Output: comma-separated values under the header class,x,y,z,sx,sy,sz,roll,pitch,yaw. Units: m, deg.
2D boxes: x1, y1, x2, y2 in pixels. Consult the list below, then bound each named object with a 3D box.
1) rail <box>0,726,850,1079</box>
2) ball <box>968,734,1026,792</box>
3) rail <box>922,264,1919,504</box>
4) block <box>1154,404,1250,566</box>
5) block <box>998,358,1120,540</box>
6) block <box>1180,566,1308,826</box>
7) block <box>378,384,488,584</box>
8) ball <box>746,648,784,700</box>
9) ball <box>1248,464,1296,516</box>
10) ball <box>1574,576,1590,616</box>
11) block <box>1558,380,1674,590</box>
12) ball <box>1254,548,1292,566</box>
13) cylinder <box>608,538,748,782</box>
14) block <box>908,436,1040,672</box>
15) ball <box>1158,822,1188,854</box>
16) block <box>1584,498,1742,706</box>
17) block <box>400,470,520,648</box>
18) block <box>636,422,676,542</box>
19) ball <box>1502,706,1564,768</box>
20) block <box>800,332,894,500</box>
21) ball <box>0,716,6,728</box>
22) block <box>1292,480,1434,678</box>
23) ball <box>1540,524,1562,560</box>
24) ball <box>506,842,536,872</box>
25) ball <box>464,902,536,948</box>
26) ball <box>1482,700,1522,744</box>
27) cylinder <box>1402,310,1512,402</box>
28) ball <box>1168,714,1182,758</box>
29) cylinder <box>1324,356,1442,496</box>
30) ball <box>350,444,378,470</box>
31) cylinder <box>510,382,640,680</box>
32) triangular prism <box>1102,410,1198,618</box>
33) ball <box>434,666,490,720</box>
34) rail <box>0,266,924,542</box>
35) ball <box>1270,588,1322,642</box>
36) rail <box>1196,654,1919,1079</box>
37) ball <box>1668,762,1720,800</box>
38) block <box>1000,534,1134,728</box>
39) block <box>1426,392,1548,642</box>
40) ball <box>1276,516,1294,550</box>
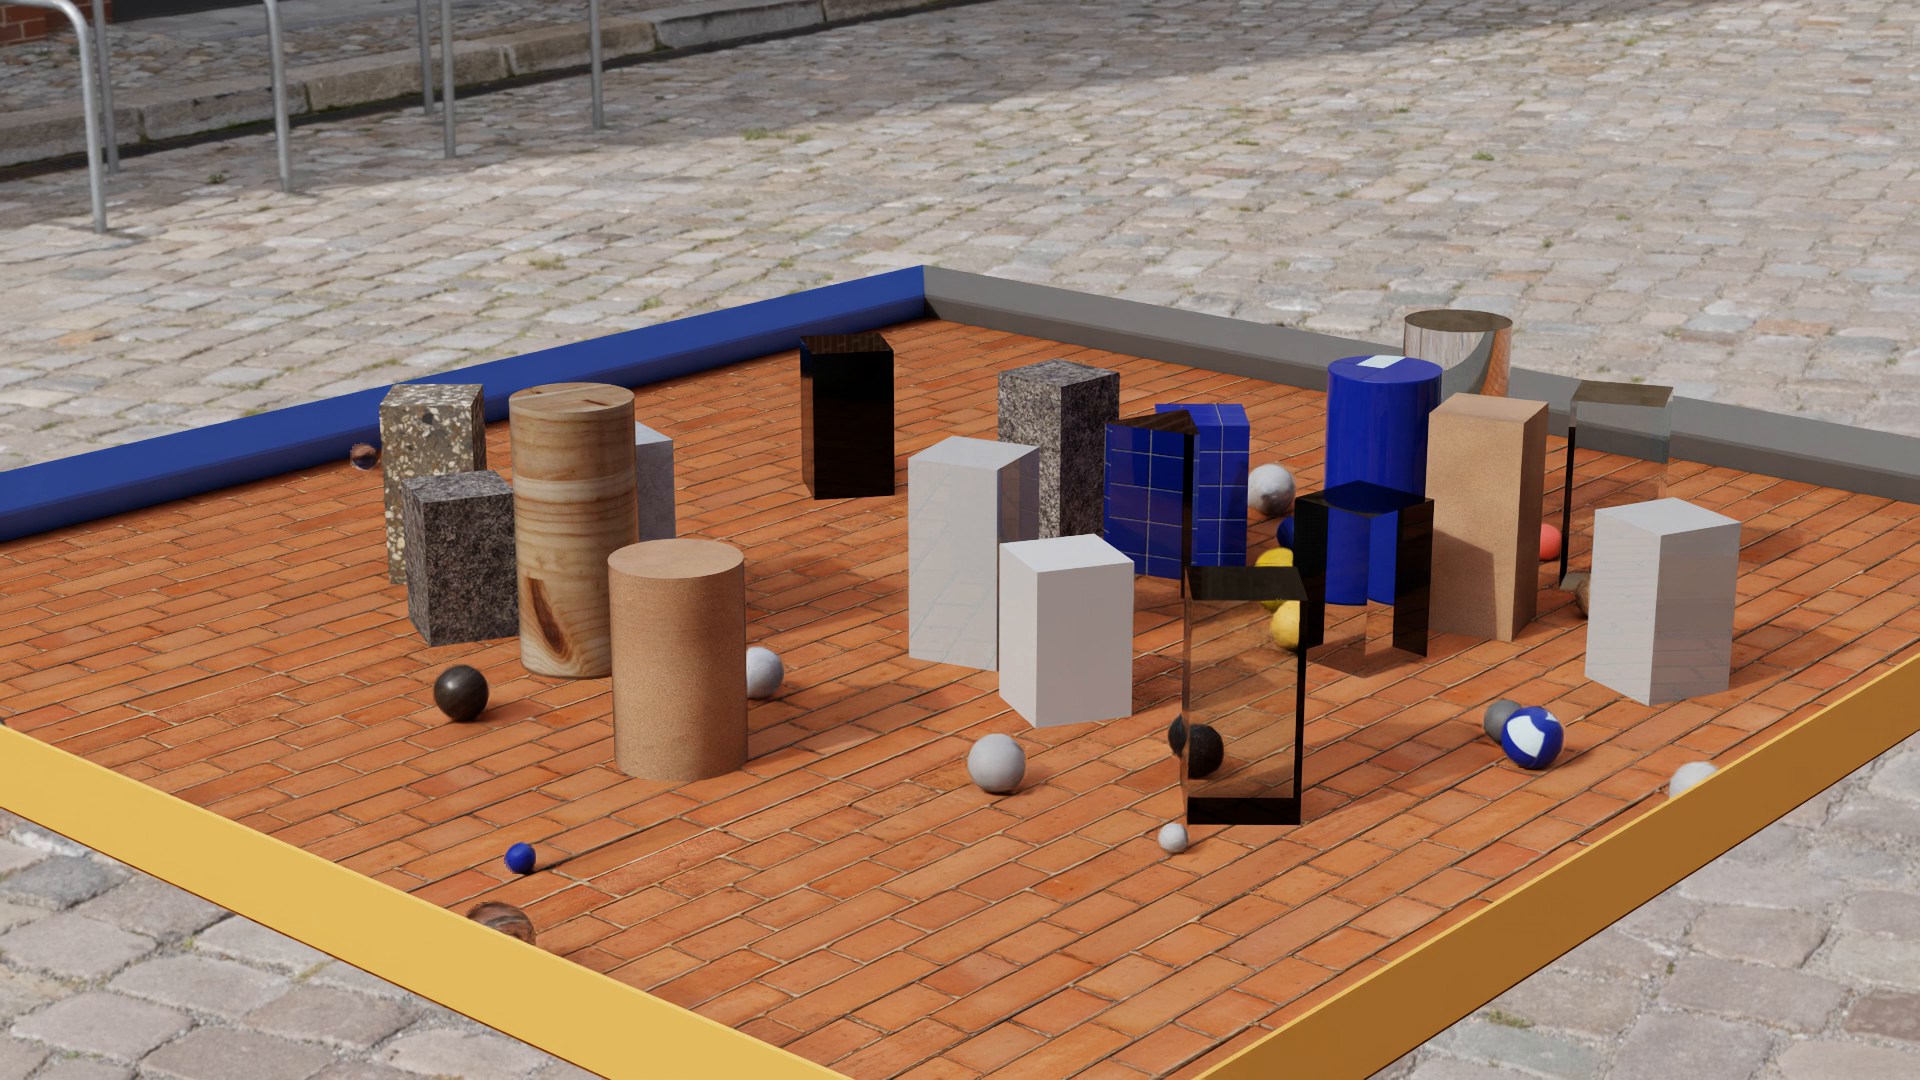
class,x,y,z,sx,sy,sz,roll,pitch,yaw
rail,-1.067,0.387,3.943,3.110,0.129,0.045,14,22,39
ball,0.053,0.322,4.236,0.086,0.086,0.086,0,17,0
rail,1.067,-0.322,6.296,3.110,0.129,0.045,14,22,39
block,0.433,-0.094,5.296,0.159,0.272,0.159,0,17,0
block,0.183,-0.163,5.462,0.159,0.307,0.159,16,23,43
block,0.400,0.219,4.152,0.159,0.332,0.159,0,17,1
block,-0.933,-0.101,5.225,0.159,0.325,0.159,0,17,-1
ball,-0.319,0.210,4.617,0.082,0.082,0.082,0,17,0
ball,0.592,-0.096,5.603,0.098,0.098,0.098,0,17,0
ball,1.088,0.096,5.009,0.074,0.074,0.074,0,17,0
block,1.157,-0.092,5.167,0.159,0.342,0.159,6,18,18
ball,0.555,0.063,5.078,0.097,0.097,0.097,0,17,0
cylinder,-0.415,0.176,4.331,0.199,0.312,0.199,0,17,0
block,0.023,0.020,4.800,0.159,0.339,0.159,8,19,25
ball,0.293,0.409,4.025,0.042,0.042,0.042,0,17,0
block,1.113,0.096,4.652,0.159,0.279,0.159,-8,19,-25
block,-0.836,0.029,4.928,0.159,0.249,0.159,-7,18,-22
block,-0.591,-0.026,4.995,0.159,0.315,0.159,-10,19,-29
ball,0.846,0.291,4.331,0.092,0.092,0.092,0,17,0
block,-0.222,-0.244,5.760,0.159,0.291,0.159,-3,17,-11
ball,-1.460,0.287,4.356,0.084,0.084,0.084,0,17,0
block,0.654,0.062,4.782,0.159,0.269,0.159,-15,22,-40
ball,1.064,0.004,5.329,0.065,0.065,0.065,0,17,0
ball,-0.593,0.429,3.960,0.041,0.041,0.041,0,17,0
ball,-0.575,0.498,3.629,0.099,0.099,0.099,0,17,0
ball,0.824,0.274,4.427,0.068,0.068,0.068,0,17,0
cylinder,0.924,-0.217,5.490,0.199,0.395,0.199,0,17,0
ball,0.348,0.292,4.348,0.080,0.080,0.080,0,17,0
cylinder,0.741,-0.113,5.160,0.199,0.387,0.199,0,17,0
ball,-1.202,-0.167,5.918,0.052,0.052,0.052,0,17,0
cylinder,-0.619,-0.015,4.738,0.199,0.443,0.199,0,17,0
triangular prism,0.356,-0.051,5.063,0.172,0.325,0.149,9,19,26
ball,-0.769,0.236,4.525,0.084,0.084,0.084,0,17,0
rail,-1.156,-0.257,6.081,0.045,0.129,3.302,14,22,39
ball,0.560,0.125,4.886,0.088,0.088,0.088,0,17,0
rail,1.156,0.322,4.158,0.045,0.129,3.302,14,22,39
ball,1.041,0.354,4.129,0.086,0.086,0.086,0,17,0
block,0.164,0.140,4.556,0.159,0.251,0.159,-6,18,-19
block,0.882,-0.040,4.936,0.159,0.376,0.159,8,18,24
ball,0.615,-0.008,5.356,0.072,0.072,0.072,0,17,0
